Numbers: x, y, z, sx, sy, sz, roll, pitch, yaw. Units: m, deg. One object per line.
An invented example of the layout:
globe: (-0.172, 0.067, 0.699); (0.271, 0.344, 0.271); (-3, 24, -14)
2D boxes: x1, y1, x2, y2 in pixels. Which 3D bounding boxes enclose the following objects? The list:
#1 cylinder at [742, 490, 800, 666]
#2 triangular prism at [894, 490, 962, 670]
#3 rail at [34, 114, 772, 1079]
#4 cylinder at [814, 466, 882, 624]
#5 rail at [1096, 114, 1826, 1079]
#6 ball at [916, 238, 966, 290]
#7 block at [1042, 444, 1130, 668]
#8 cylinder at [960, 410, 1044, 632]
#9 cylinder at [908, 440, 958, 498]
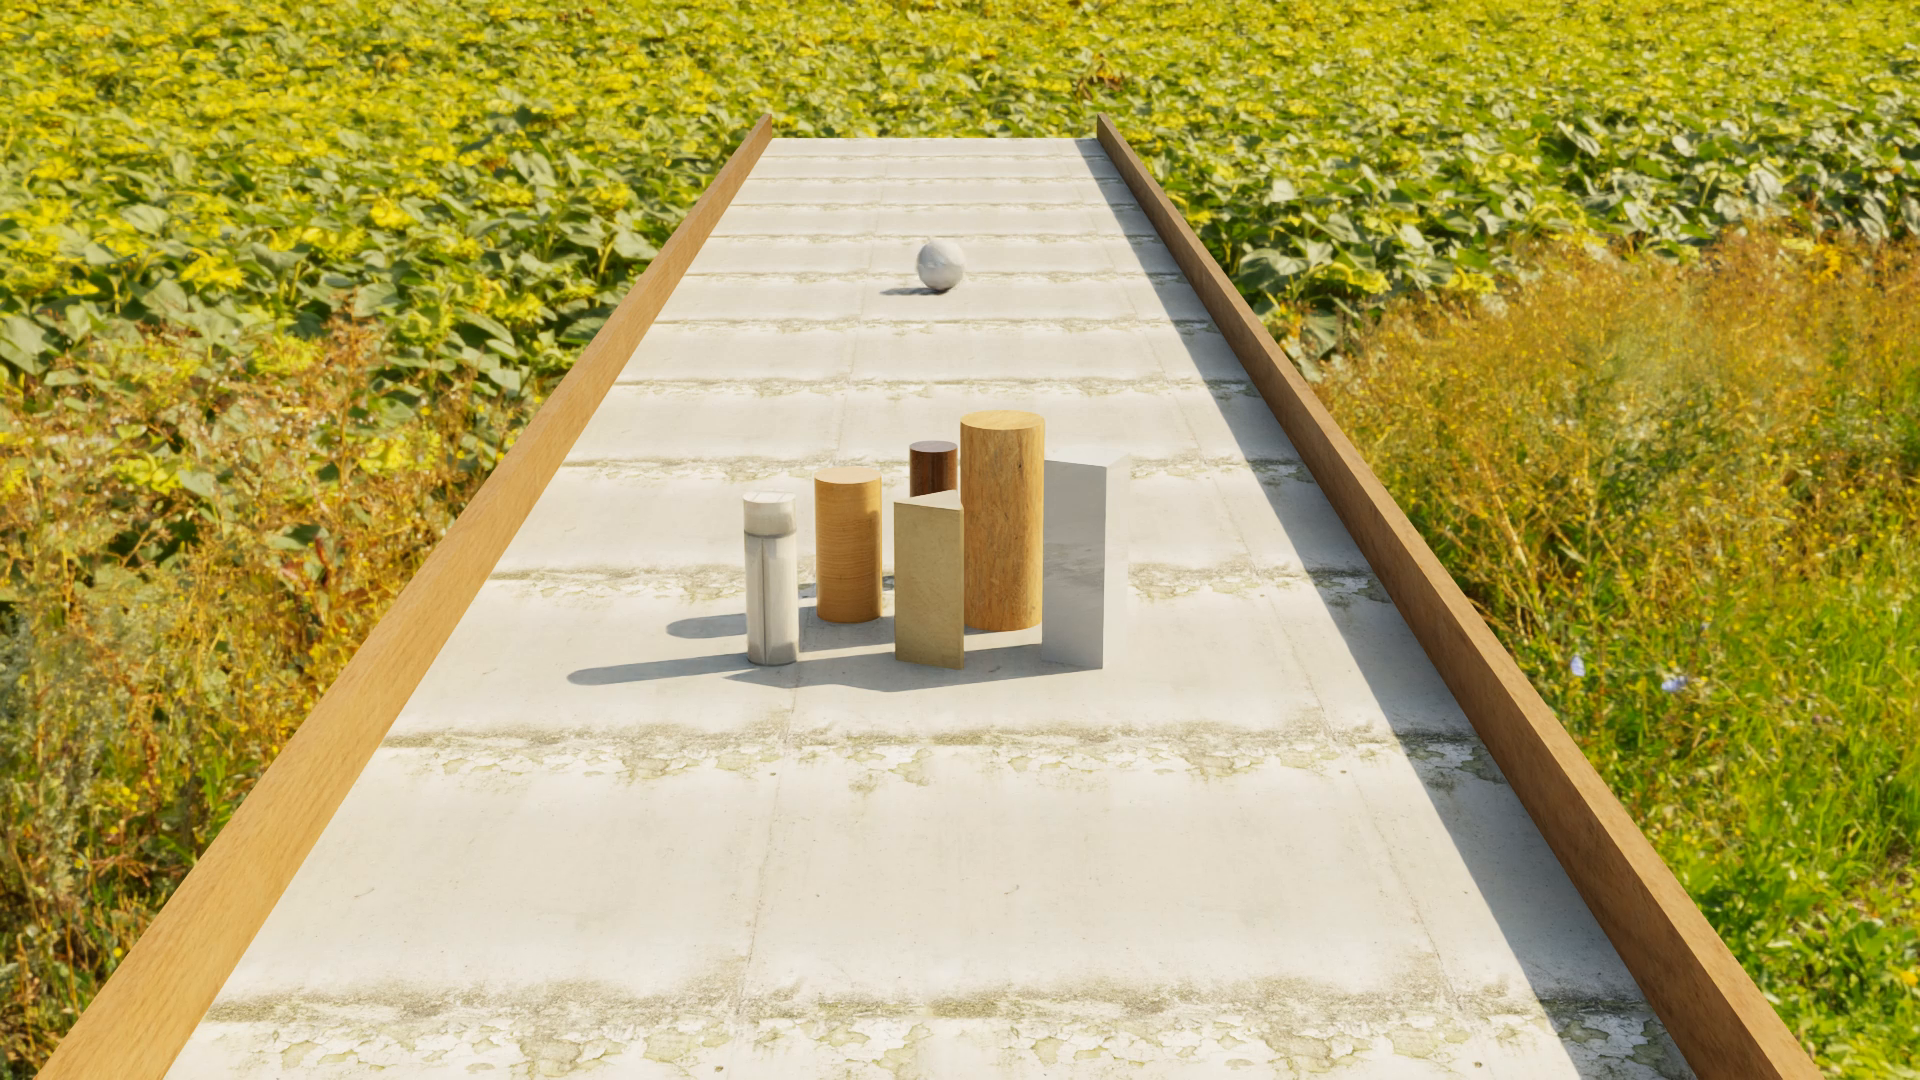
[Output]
cylinder: (-0.376, 0.075, 4.380); (0.104, 0.338, 0.104); (0, 17, 0)
triangular prism: (-0.038, 0.074, 4.399); (0.148, 0.330, 0.128); (7, 18, 23)
rail: (-1.118, -0.838, 7.780); (0.050, 0.150, 12.000); (0, 17, -1)
cylinder: (-0.236, 0.010, 4.658); (0.142, 0.306, 0.142); (0, 17, 0)
rail: (0.932, -0.844, 7.801); (0.050, 0.150, 12.000); (0, 17, -1)
ball: (-0.072, -1.055, 8.430); (0.198, 0.198, 0.198); (0, 17, 0)
block: (0.251, 0.033, 4.389); (0.132, 0.415, 0.132); (8, 18, 24)
cylinder: (0.088, -0.042, 4.608); (0.176, 0.433, 0.176); (0, 17, 0)
cylinder: (-0.059, -0.060, 4.890); (0.108, 0.307, 0.108); (0, 17, 0)
